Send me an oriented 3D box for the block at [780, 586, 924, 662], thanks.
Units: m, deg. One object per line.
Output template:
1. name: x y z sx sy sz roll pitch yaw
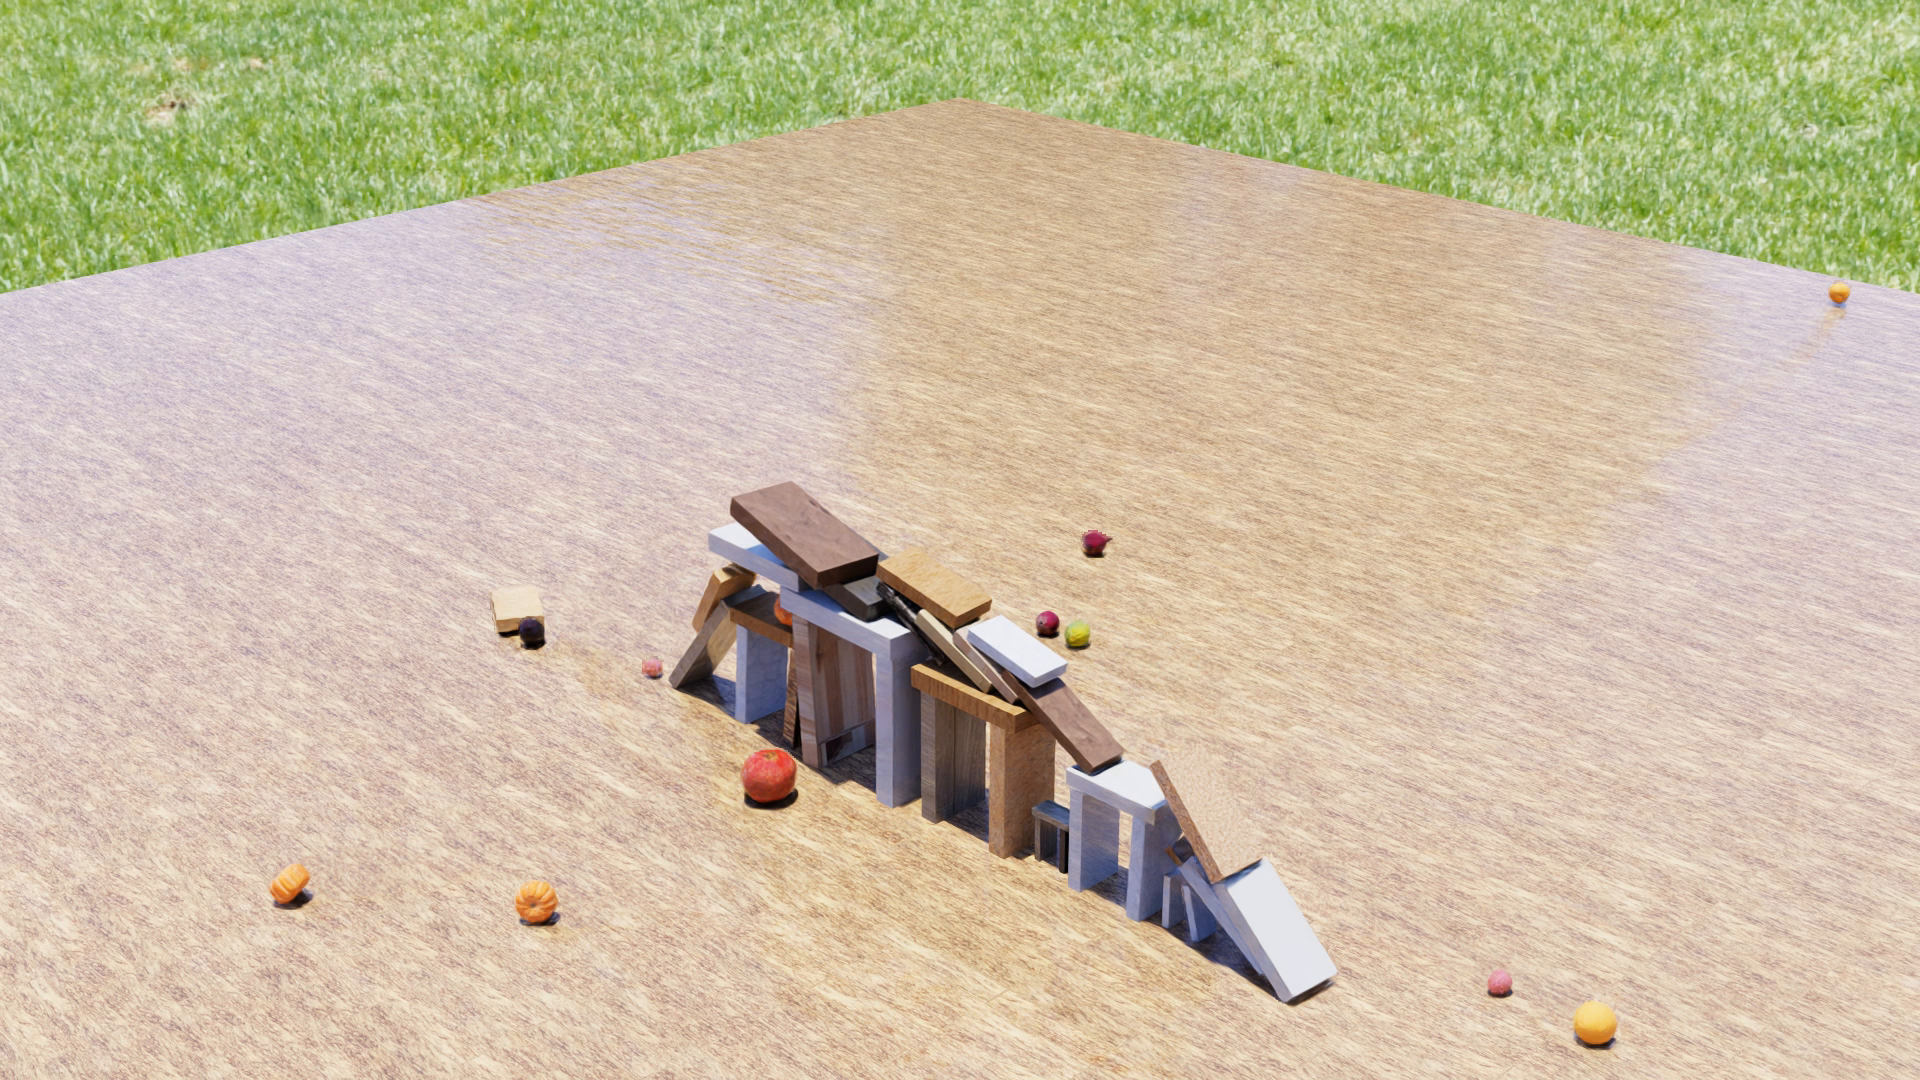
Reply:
1. block: -0.192 0.144 4.482 0.171 0.048 0.341 -20 31 -39

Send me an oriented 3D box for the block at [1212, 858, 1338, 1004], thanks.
1. block: 0.560 0.692 3.905 0.118 0.034 0.237 -18 69 -36

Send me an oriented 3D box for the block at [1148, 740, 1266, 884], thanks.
1. block: 0.442 0.487 3.942 0.118 0.237 0.034 -17 -17 -43

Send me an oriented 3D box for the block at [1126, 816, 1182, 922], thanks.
1. block: 0.362 0.592 4.084 0.109 0.219 0.031 -21 33 -41

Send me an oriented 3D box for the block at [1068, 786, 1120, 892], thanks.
1. block: 0.256 0.551 4.182 0.031 0.219 0.109 21 31 41

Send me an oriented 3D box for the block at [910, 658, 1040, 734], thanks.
1. block: 0.054 0.290 4.292 0.143 0.041 0.286 -21 31 -40

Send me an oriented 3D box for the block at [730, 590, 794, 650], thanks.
1. block: -0.368 0.174 4.695 0.237 0.034 0.118 21 31 40

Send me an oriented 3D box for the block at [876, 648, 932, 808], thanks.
1. block: -0.092 0.360 4.475 0.171 0.341 0.048 -21 32 -41

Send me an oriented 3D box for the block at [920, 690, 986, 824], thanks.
1. block: -0.012 0.414 4.419 0.143 0.286 0.041 -21 31 -41

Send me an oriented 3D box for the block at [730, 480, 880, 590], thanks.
1. block: -0.320 -0.012 4.490 0.153 0.043 0.306 -17 41 -36

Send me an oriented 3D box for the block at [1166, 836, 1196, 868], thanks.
1. block: 0.428 0.596 4.018 0.054 0.015 0.109 -24 70 -46

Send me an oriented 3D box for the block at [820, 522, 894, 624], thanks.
1. block: -0.233 0.053 4.494 0.153 0.043 0.306 -21 43 -39

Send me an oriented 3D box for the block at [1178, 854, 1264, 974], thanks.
1. block: 0.511 0.660 3.983 0.118 0.034 0.237 -22 68 -45

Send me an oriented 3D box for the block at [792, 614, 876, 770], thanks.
1. block: -0.262 0.293 4.631 0.048 0.341 0.171 17 28 42

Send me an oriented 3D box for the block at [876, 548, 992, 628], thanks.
1. block: -0.052 0.093 4.347 0.214 0.030 0.107 33 38 29

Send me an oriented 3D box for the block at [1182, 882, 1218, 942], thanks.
1. block: 0.440 0.675 4.030 0.054 0.109 0.015 -21 15 -40

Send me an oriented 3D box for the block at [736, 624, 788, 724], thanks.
1. block: -0.433 0.276 4.805 0.118 0.237 0.034 -21 36 -41

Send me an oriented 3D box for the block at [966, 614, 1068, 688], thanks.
1. block: 0.109 0.212 4.204 0.091 0.026 0.182 -21 44 -41

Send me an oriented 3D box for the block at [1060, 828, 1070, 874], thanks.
1. block: 0.213 0.592 4.242 0.014 0.097 0.049 21 31 41

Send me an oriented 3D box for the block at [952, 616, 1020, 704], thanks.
1. block: 0.077 0.232 4.241 0.091 0.026 0.182 -21 58 -41

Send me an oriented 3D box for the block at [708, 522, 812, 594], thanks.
1. block: -0.378 0.026 4.640 0.153 0.043 0.306 -20 30 -39

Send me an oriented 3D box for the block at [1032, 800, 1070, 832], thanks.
1. block: 0.190 0.532 4.241 0.097 0.014 0.049 21 31 41

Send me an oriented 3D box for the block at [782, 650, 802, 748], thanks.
1. block: -0.315 0.322 4.696 0.118 0.237 0.034 -21 40 -41

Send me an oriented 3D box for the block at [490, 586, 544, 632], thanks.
1. block: -1.070 0.165 5.313 0.109 0.031 0.218 -6 20 -14

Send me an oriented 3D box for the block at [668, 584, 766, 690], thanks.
1. block: -0.540 0.217 4.886 0.109 0.337 0.031 -22 69 -41

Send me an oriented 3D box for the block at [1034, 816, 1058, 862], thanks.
1. block: 0.168 0.574 4.284 0.014 0.097 0.049 21 31 41

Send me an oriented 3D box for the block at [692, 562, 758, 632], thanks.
1. block: -0.510 0.119 4.795 0.109 0.218 0.031 -26 69 -33

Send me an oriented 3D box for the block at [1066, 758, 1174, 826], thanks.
1. block: 0.313 0.458 4.080 0.109 0.031 0.219 -21 30 -40

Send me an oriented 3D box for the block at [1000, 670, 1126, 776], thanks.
1. block: 0.194 0.329 4.159 0.091 0.026 0.259 -21 60 -41

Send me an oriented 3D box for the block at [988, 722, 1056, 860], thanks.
1. block: 0.122 0.467 4.294 0.143 0.286 0.041 -21 31 -40

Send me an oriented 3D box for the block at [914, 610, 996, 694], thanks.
1. block: 0.022 0.203 4.295 0.107 0.030 0.214 -22 56 -41

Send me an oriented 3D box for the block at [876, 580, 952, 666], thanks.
1. block: -0.060 0.148 4.367 0.107 0.030 0.214 -20 60 -40

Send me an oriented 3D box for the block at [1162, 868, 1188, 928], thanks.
1. block: 0.399 0.659 4.068 0.015 0.109 0.054 21 31 41
